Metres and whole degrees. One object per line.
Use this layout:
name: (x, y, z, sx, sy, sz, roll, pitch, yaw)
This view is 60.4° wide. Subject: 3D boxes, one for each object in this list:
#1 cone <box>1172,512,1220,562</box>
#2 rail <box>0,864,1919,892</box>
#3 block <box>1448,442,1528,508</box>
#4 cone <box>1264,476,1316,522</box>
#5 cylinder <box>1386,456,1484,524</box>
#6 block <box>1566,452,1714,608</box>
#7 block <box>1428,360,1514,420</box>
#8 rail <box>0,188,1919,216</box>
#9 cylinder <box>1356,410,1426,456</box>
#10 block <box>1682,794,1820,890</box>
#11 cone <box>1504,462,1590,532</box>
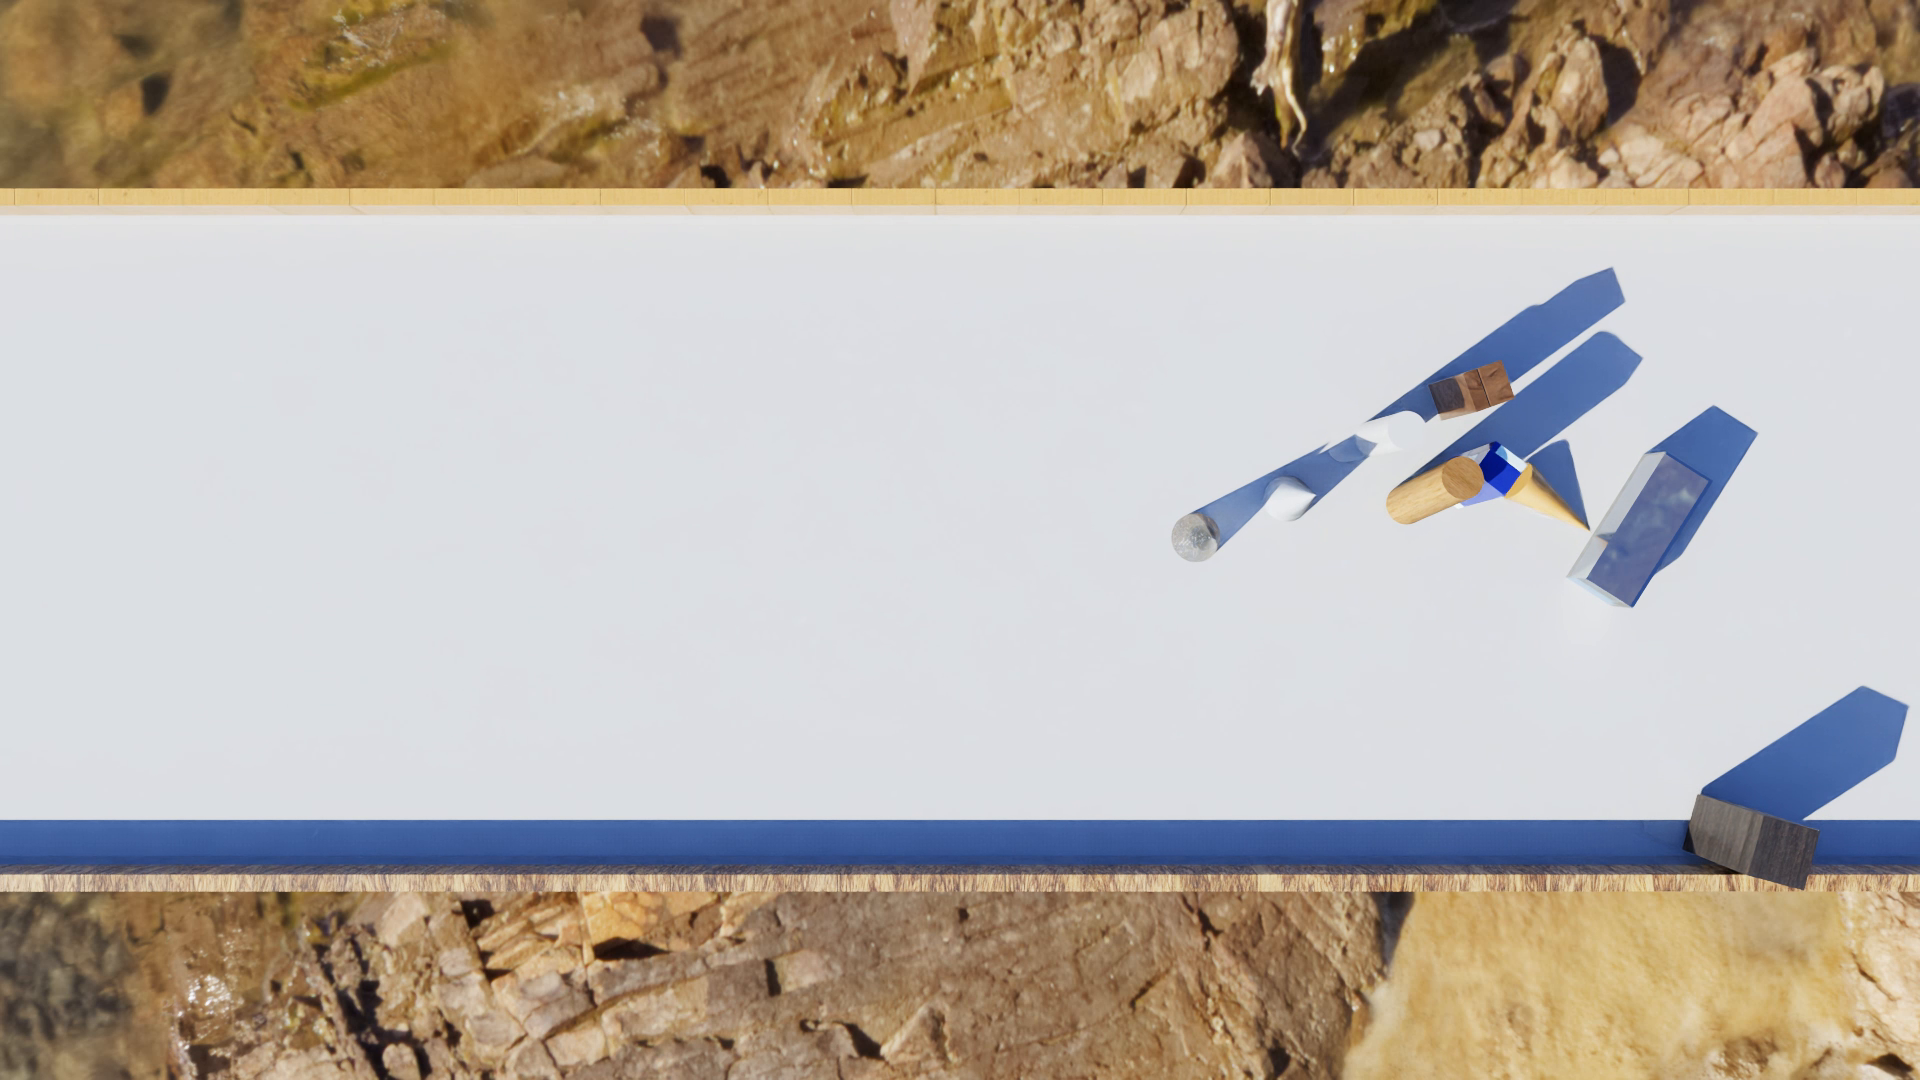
cone: (0.726, -0.007, 4.917, 0.152, 0.320, 0.152, 0, 90, 0)
rail: (-2.247, 1.025, 5.001, 12.000, 0.150, 0.050, 0, 90, 0)
block: (1.529, -0.189, 4.886, 0.112, 0.373, 0.112, 37, 84, 0)
cone: (1.006, -0.127, 4.870, 0.143, 0.413, 0.143, 0, 90, 0)
cylinder: (1.390, -0.141, 4.847, 0.123, 0.444, 0.123, 1, 81, -5)
block: (2.054, -0.030, 4.994, 0.165, 0.165, 0.448, 32, 90, 0)
block: (1.516, -0.441, 4.901, 0.117, 0.350, 0.117, -20, 90, 0)
rail: (-2.247, -1.025, 5.002, 12.000, 0.150, 0.050, 0, 90, 0)
cylinder: (1.272, -0.312, 4.884, 0.110, 0.385, 0.110, 0, 90, 0)
block: (2.341, 0.891, 4.893, 0.177, 0.351, 0.177, 15, 90, -6)
cone: (1.819, -0.101, 5.045, 0.302, 0.127, 0.127, 33, 90, -12)
